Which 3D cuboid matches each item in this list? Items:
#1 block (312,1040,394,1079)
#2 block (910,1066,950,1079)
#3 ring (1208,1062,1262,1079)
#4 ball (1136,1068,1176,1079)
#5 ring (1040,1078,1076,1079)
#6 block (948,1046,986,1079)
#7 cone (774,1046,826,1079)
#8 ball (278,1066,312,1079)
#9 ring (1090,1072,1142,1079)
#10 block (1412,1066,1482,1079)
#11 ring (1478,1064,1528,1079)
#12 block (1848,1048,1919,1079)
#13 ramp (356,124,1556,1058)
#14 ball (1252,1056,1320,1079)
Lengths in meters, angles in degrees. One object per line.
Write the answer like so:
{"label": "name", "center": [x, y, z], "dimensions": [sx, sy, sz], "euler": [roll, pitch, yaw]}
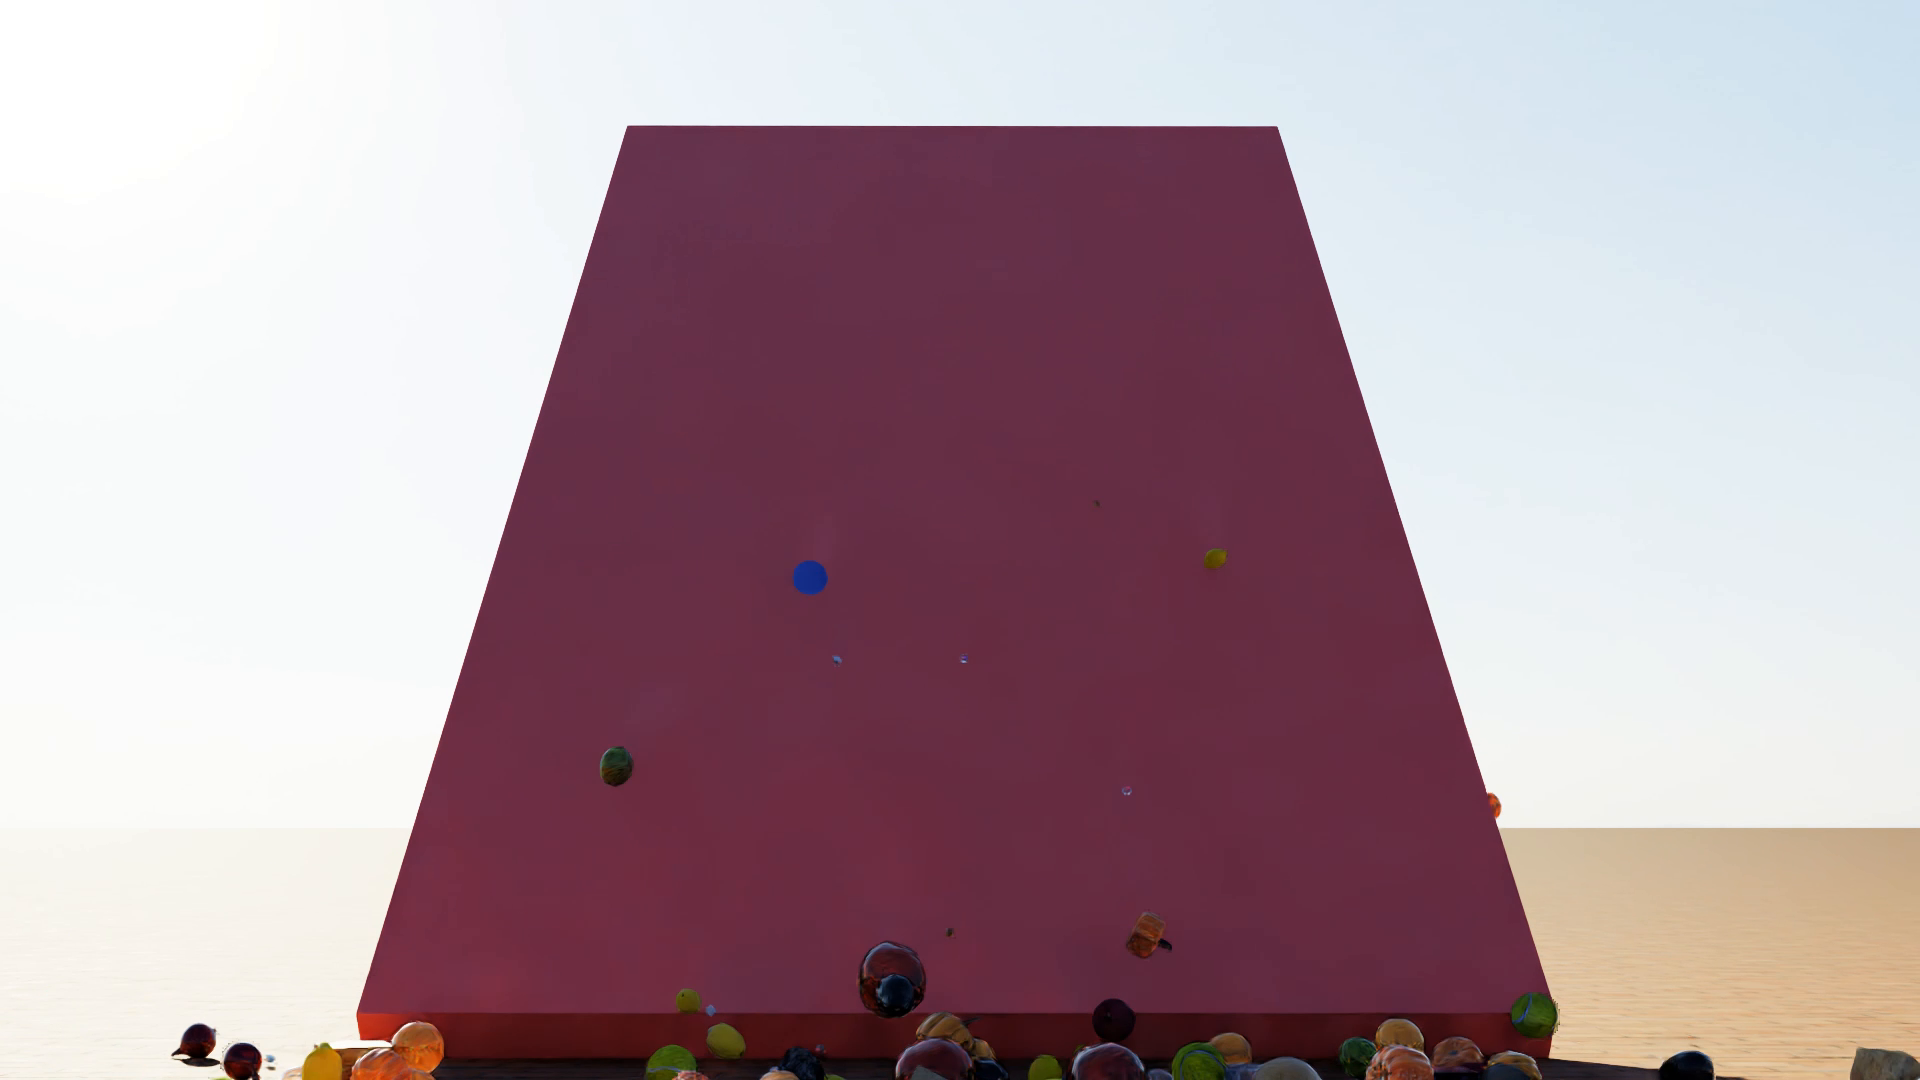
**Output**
{"label": "block", "center": [-0.825, 0.733, 3.301], "dimensions": [0.096, 0.096, 0.096], "euler": [2, -7, -20]}
{"label": "block", "center": [-0.036, 0.698, 3.040], "dimensions": [0.061, 0.061, 0.061], "euler": [24, -10, 11]}
{"label": "ring", "center": [0.425, 0.798, 3.606], "dimensions": [0.111, 0.037, 0.111], "euler": [1, -6, 0]}
{"label": "ball", "center": [0.265, 0.746, 3.279], "dimensions": [0.065, 0.065, 0.065], "euler": [0, -7, 0]}
{"label": "ring", "center": [0.142, 0.795, 3.525], "dimensions": [0.078, 0.026, 0.078], "euler": [1, -8, 0]}
{"label": "block", "center": [0.011, 0.807, 3.739], "dimensions": [0.051, 0.051, 0.051], "euler": [1, -7, -8]}
{"label": "cone", "center": [-0.246, 0.768, 3.423], "dimensions": [0.083, 0.083, 0.083], "euler": [-5, 9, 38]}
{"label": "ball", "center": [-0.934, 0.769, 3.424], "dimensions": [0.053, 0.053, 0.053], "euler": [0, -7, 0]}
{"label": "ring", "center": [0.236, 0.789, 3.512], "dimensions": [0.103, 0.034, 0.103], "euler": [1, -6, 0]}
{"label": "block", "center": [0.642, 0.735, 3.209], "dimensions": [0.071, 0.071, 0.071], "euler": [1, -7, -8]}
{"label": "ring", "center": [0.541, 0.579, 2.375], "dimensions": [0.045, 0.135, 0.135], "euler": [-10, -5, -7]}
{"label": "block", "center": [1.168, 0.687, 3.058], "dimensions": [0.068, 0.068, 0.068], "euler": [39, -27, -30]}
{"label": "ramp", "center": [-0.014, -0.200, 5.789], "dimensions": [2.000, 0.100, 4.000], "euler": [0, 31, 0]}
{"label": "ball", "center": [0.420, 0.712, 3.121], "dimensions": [0.096, 0.096, 0.096], "euler": [0, -7, 0]}
